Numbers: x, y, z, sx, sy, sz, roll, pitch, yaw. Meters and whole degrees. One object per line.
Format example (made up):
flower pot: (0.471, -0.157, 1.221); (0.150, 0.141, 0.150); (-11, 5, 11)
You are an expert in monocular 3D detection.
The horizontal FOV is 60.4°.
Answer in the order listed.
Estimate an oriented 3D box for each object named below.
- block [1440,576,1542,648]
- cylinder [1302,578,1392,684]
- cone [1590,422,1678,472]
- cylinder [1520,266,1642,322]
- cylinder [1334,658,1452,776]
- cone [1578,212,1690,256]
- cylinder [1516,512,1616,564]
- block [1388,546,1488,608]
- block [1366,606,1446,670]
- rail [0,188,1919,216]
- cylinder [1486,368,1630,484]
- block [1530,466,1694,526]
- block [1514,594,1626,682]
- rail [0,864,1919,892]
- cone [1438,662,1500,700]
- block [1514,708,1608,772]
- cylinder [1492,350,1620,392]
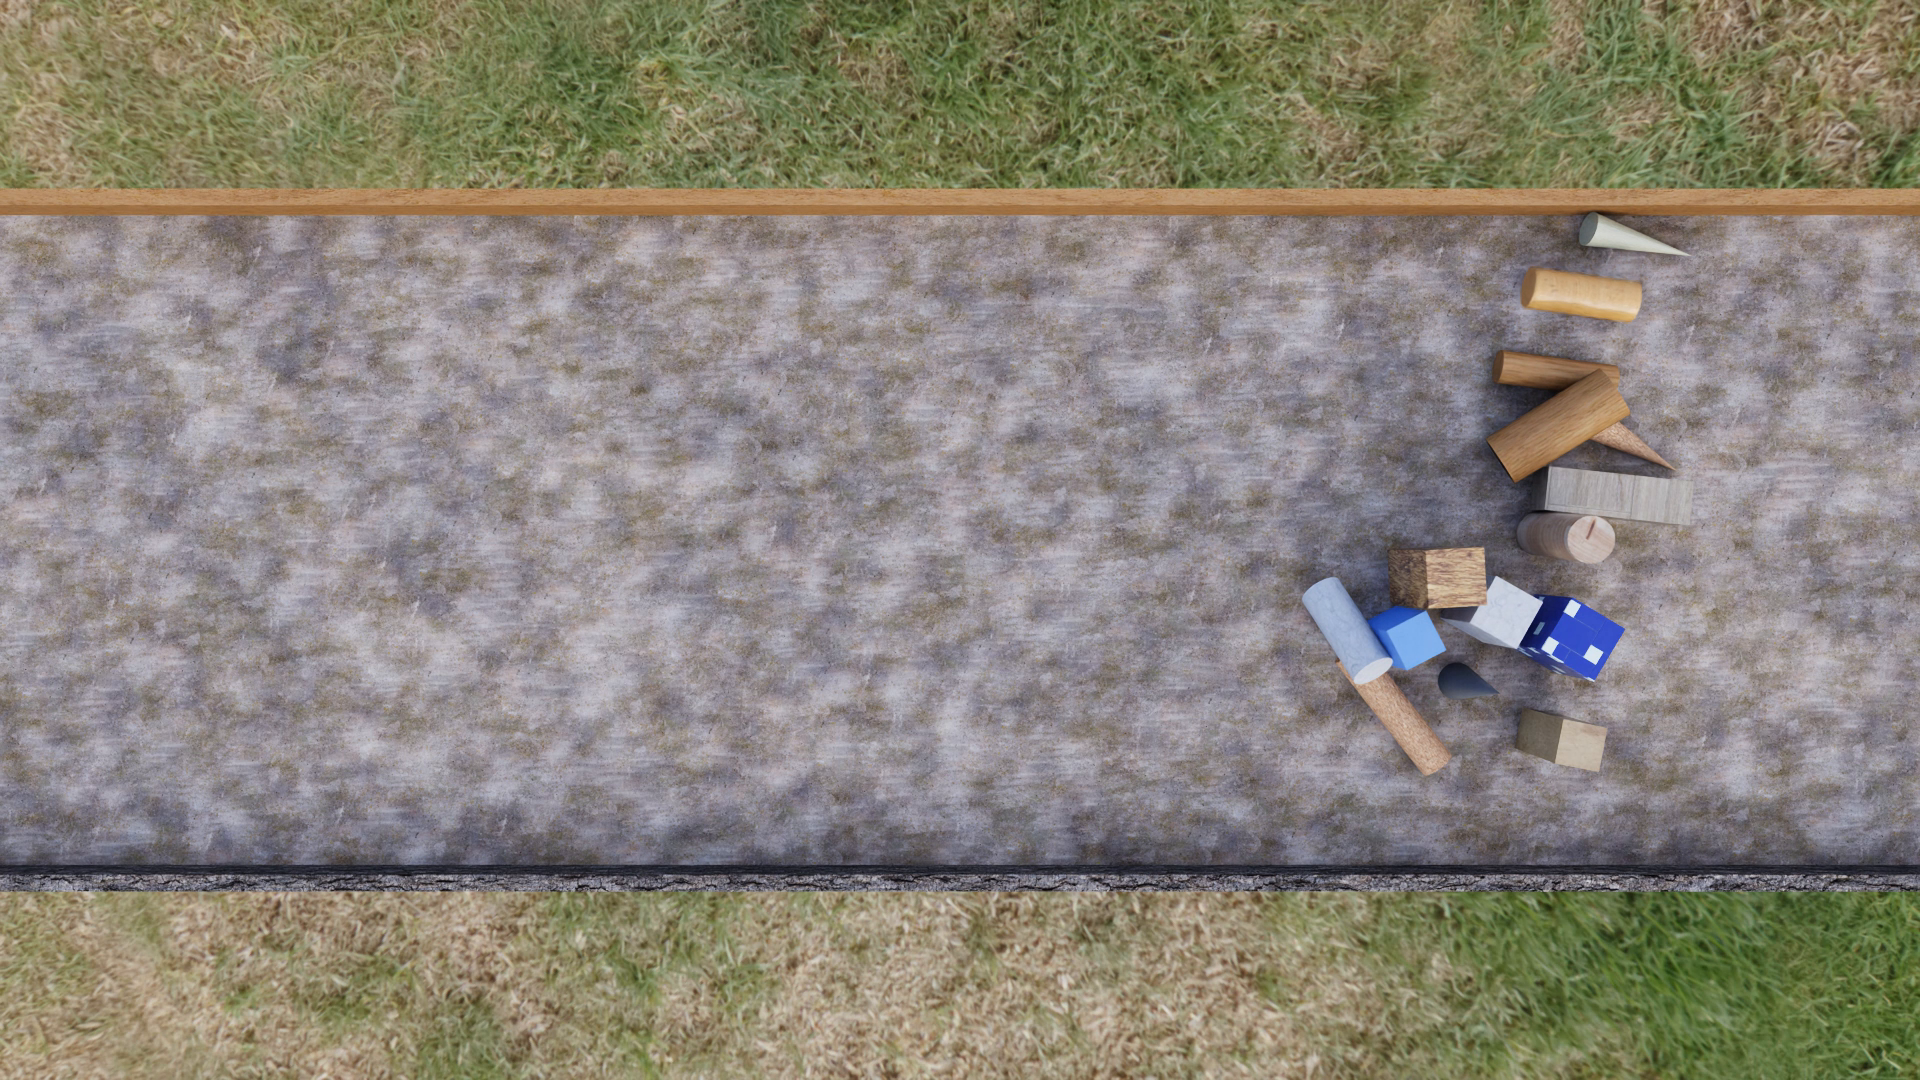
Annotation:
block: (1.581, 0.209, 4.924); (0.155, 0.305, 0.155); (29, 90, 0)
cylinder: (1.158, 0.270, 4.942); (0.129, 0.129, 0.306); (-27, 59, 0)
cone: (2.066, -0.286, 5.050); (0.326, 0.106, 0.106); (28, 90, -9)
cylinder: (1.887, -0.747, 5.014); (0.322, 0.125, 0.125); (8, 90, 0)
cylinder: (1.319, 0.513, 5.024); (0.105, 0.105, 0.436); (-38, 90, 0)
cone: (2.085, -0.911, 5.051); (0.352, 0.105, 0.105); (12, 90, -8)
cylinder: (1.780, -0.011, 4.865); (0.135, 0.418, 0.135); (0, 93, -1)
block: (1.399, 0.106, 4.857); (0.164, 0.437, 0.164); (-3, 90, 1)
block: (1.314, 0.289, 4.912); (0.128, 0.328, 0.128); (-27, 90, 0)
rail: (-2.247, -1.025, 5.002); (12.000, 0.150, 0.050); (0, 90, 0)
cylinder: (1.790, -0.341, 4.949); (0.382, 0.164, 0.164); (-33, 90, 15)
block: (1.977, -0.133, 5.011); (0.437, 0.131, 0.131); (6, 90, 0)
block: (1.799, 0.287, 4.918); (0.177, 0.317, 0.177); (31, 90, 0)
rail: (-2.247, 1.025, 5.001); (12.000, 0.150, 0.050); (0, 90, 0)
cone: (1.529, 0.435, 4.871); (0.116, 0.412, 0.116); (0, 90, 0)
block: (1.783, 0.590, 4.905); (0.129, 0.344, 0.129); (11, 90, 0)
cylinder: (1.814, -0.505, 5.025); (0.352, 0.102, 0.102); (8, 90, 0)
